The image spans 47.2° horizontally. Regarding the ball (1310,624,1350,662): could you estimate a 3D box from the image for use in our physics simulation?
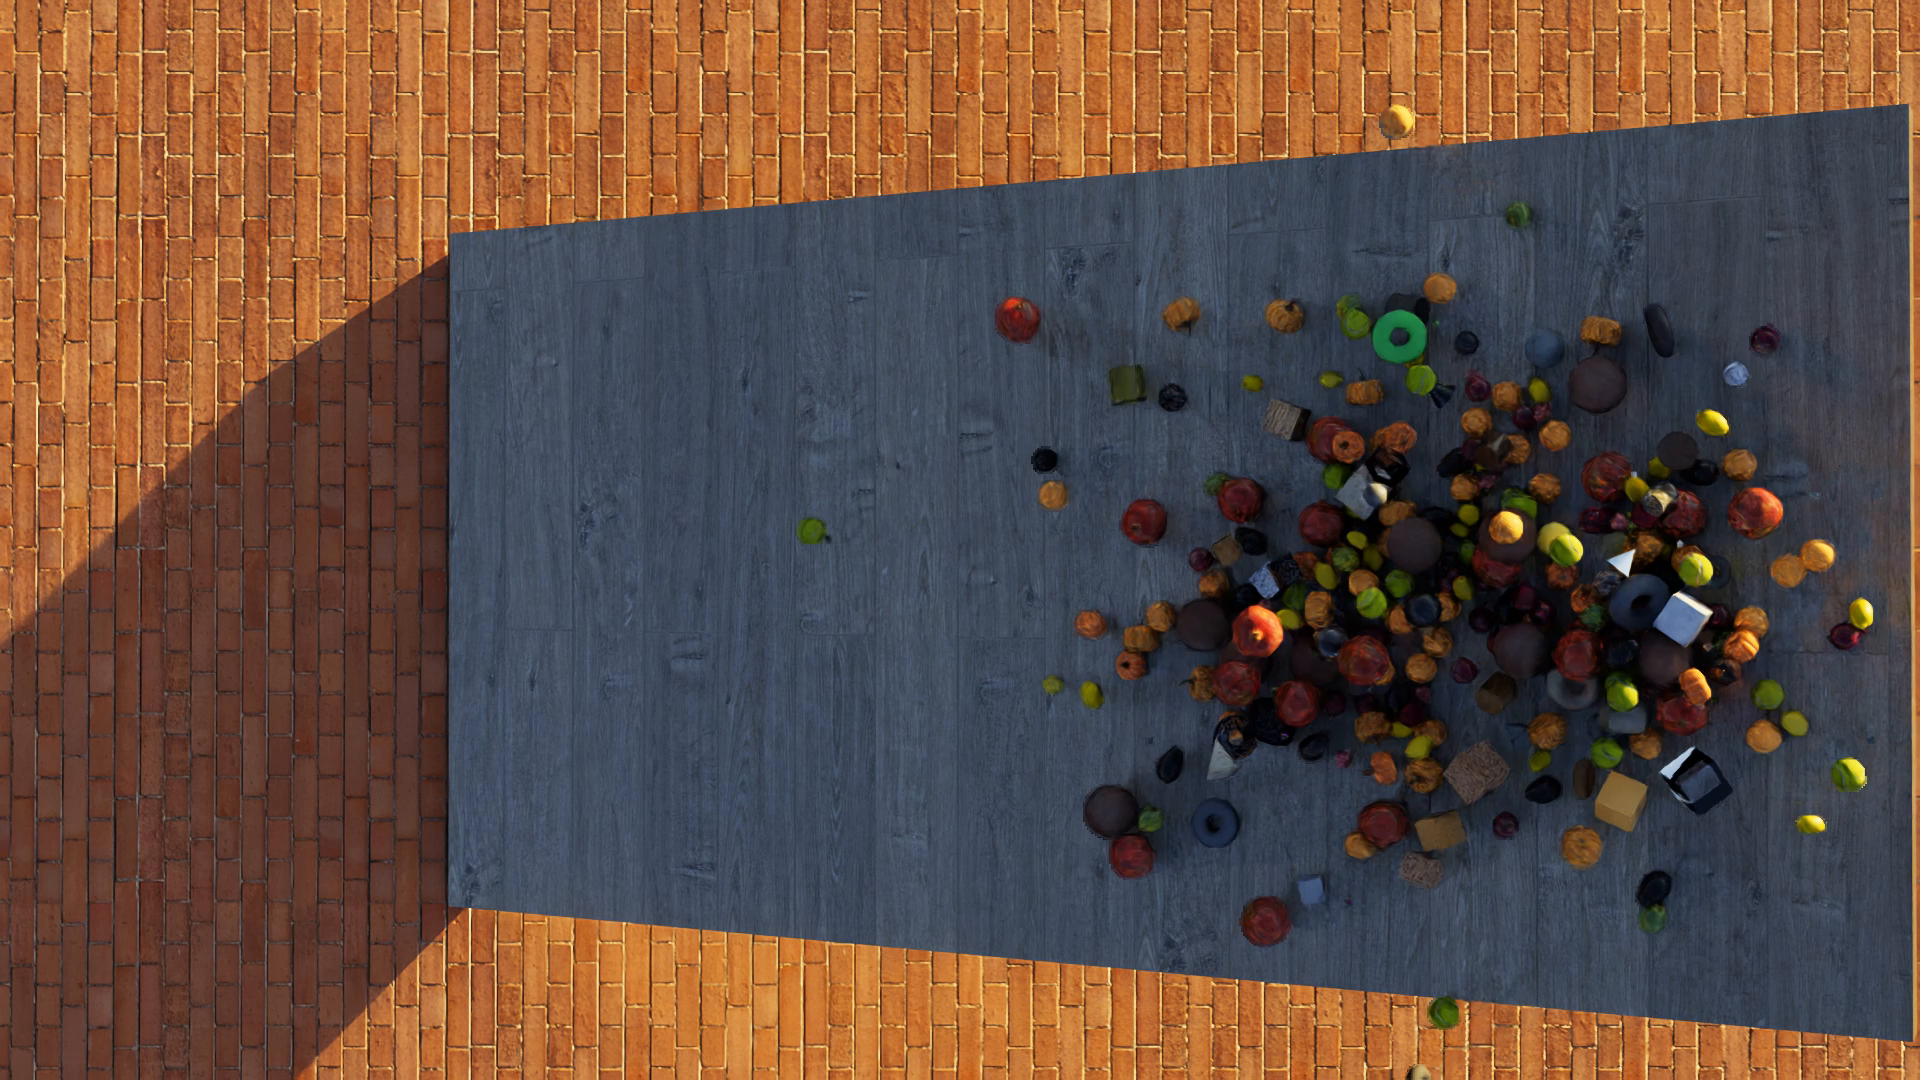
[{"bbox_3d":[0.853,0.238,5.065,0.088,0.088,0.088,0,89,0],"label":"ball"}]

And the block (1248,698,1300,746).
[{"bbox_3d":[0.752,0.438,5.297,0.091,0.091,0.091,16,97,27],"label":"block"}]

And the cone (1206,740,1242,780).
[{"bbox_3d":[0.593,0.493,5.012,0.083,0.083,0.083,-12,71,0],"label":"cone"}]

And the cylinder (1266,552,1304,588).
[{"bbox_3d":[0.767,0.073,5.194,0.065,0.065,0.065,-30,85,0],"label":"cylinder"}]

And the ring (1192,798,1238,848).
[{"bbox_3d":[0.625,0.694,5.389,0.123,0.041,0.123,-1,87,28],"label":"ring"}]

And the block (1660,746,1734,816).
[{"bbox_3d":[1.610,0.527,4.807,0.092,0.092,0.092,-37,107,0],"label":"block"}]

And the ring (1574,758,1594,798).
[{"bbox_3d":[1.403,0.535,4.945,0.030,0.089,0.089,1,89,32],"label":"ring"}]

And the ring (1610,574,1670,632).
[{"bbox_3d":[1.490,0.137,4.822,0.141,0.047,0.141,-6,120,-10],"label":"ring"}]

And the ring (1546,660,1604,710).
[{"bbox_3d":[1.380,0.327,4.941,0.130,0.043,0.130,13,125,20],"label":"ring"}]

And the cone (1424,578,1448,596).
[{"bbox_3d":[1.120,0.103,5.146,0.051,0.051,0.051,-32,89,-4],"label":"cone"}]

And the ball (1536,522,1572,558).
[{"bbox_3d":[1.341,-0.001,4.962,0.080,0.080,0.080,0,89,0],"label":"ball"}]

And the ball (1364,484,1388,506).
[{"bbox_3d":[0.897,-0.097,4.749,0.050,0.050,0.050,0,89,0],"label":"ball"}]

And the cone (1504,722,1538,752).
[{"bbox_3d":[1.274,0.438,5.052,0.074,0.074,0.074,-49,45,0],"label":"cone"}]

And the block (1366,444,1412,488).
[{"bbox_3d":[0.989,-0.171,5.082,0.064,0.064,0.064,22,120,-27],"label":"block"}]

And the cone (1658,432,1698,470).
[{"bbox_3d":[1.580,-0.193,4.863,0.086,0.086,0.086,0,88,9],"label":"cone"}]

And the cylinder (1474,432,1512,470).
[{"bbox_3d":[1.207,-0.203,4.980,0.062,0.062,0.062,48,56,0],"label":"cylinder"}]

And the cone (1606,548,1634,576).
[{"bbox_3d":[1.441,0.040,4.758,0.057,0.057,0.057,38,92,0],"label":"cone"}]

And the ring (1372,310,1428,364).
[{"bbox_3d":[1.019,-0.470,5.099,0.128,0.043,0.128,5,108,14],"label":"ring"}]

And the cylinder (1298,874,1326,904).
[{"bbox_3d":[0.841,0.836,5.260,0.057,0.057,0.057,-12,91,0],"label":"cylinder"}]

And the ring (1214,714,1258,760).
[{"bbox_3d":[0.658,0.471,5.252,0.109,0.036,0.109,1,86,-7],"label":"ring"}]

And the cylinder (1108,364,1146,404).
[{"bbox_3d":[0.418,-0.387,5.483,0.085,0.085,0.085,-8,85,0],"label":"cylinder"}]

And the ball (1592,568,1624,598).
[{"bbox_3d":[1.429,0.095,4.845,0.066,0.066,0.066,0,89,0],"label":"ball"}]

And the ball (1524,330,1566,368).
[{"bbox_3d":[1.331,-0.434,5.004,0.088,0.088,0.088,0,89,0],"label":"ball"}]

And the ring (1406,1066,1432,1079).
[{"bbox_3d":[1.108,1.325,5.329,0.035,0.104,0.104,9,89,40],"label":"ring"}]

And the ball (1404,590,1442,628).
[{"bbox_3d":[1.029,0.154,4.890,0.084,0.084,0.084,0,89,0],"label":"ball"}]

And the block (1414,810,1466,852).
[{"bbox_3d":[1.106,0.669,5.064,0.073,0.073,0.073,-15,85,-30],"label":"block"}]

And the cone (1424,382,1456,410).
[{"bbox_3d":[1.106,-0.350,5.120,0.066,0.066,0.066,36,90,-6],"label":"cone"}]

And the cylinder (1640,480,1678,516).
[{"bbox_3d":[1.524,-0.090,4.788,0.057,0.057,0.057,-36,89,-26],"label":"cylinder"}]

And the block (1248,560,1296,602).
[{"bbox_3d":[0.756,0.098,5.310,0.070,0.070,0.070,-44,71,20],"label":"block"}]

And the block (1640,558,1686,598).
[{"bbox_3d":[1.551,0.094,4.871,0.067,0.067,0.067,16,124,-15],"label":"block"}]

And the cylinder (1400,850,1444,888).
[{"bbox_3d":[1.068,0.762,5.091,0.071,0.071,0.071,-6,101,-31],"label":"cylinder"}]

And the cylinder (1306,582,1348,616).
[{"bbox_3d":[0.873,0.143,5.241,0.078,0.078,0.078,-4,89,28],"label":"cylinder"}]

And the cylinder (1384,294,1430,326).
[{"bbox_3d":[1.048,-0.535,5.151,0.075,0.075,0.075,16,89,43],"label":"cylinder"}]

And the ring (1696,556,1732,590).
[{"bbox_3d":[1.664,0.073,4.853,0.078,0.026,0.078,-13,68,34],"label":"ring"}]

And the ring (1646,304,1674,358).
[{"bbox_3d":[1.546,-0.462,4.856,0.041,0.122,0.122,-17,89,13],"label":"ring"}]

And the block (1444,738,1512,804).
[{"bbox_3d":[1.185,0.532,5.040,0.092,0.092,0.092,-23,63,-25],"label":"block"}]

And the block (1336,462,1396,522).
[{"bbox_3d":[0.958,-0.120,5.164,0.091,0.091,0.091,43,47,11],"label":"block"}]

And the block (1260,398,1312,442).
[{"bbox_3d":[0.784,-0.288,5.294,0.080,0.080,0.080,23,100,26],"label":"block"}]

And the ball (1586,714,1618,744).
[{"bbox_3d":[1.443,0.425,4.946,0.072,0.072,0.072,0,89,0],"label":"ball"}]

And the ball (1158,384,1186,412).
[{"bbox_3d":[0.524,-0.350,5.436,0.070,0.070,0.070,0,89,0],"label":"ball"}]

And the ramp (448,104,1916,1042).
[{"bbox_3d":[0.277,0.078,5.656,4.000,0.100,2.000,0,89,28],"label":"ramp"}]

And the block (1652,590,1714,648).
[{"bbox_3d":[1.565,0.169,4.759,0.083,0.083,0.083,37,113,21],"label":"block"}]

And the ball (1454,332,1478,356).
[{"bbox_3d":[1.175,-0.456,5.104,0.056,0.056,0.056,0,89,0],"label":"ball"}]

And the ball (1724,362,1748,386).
[{"bbox_3d":[1.704,-0.365,4.830,0.052,0.052,0.052,0,89,0],"label":"ball"}]

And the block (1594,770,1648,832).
[{"bbox_3d":[1.474,0.583,4.901,0.085,0.085,0.085,24,68,27],"label":"block"}]

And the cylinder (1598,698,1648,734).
[{"bbox_3d":[1.462,0.388,4.855,0.081,0.081,0.081,0,89,-5],"label":"cylinder"}]
